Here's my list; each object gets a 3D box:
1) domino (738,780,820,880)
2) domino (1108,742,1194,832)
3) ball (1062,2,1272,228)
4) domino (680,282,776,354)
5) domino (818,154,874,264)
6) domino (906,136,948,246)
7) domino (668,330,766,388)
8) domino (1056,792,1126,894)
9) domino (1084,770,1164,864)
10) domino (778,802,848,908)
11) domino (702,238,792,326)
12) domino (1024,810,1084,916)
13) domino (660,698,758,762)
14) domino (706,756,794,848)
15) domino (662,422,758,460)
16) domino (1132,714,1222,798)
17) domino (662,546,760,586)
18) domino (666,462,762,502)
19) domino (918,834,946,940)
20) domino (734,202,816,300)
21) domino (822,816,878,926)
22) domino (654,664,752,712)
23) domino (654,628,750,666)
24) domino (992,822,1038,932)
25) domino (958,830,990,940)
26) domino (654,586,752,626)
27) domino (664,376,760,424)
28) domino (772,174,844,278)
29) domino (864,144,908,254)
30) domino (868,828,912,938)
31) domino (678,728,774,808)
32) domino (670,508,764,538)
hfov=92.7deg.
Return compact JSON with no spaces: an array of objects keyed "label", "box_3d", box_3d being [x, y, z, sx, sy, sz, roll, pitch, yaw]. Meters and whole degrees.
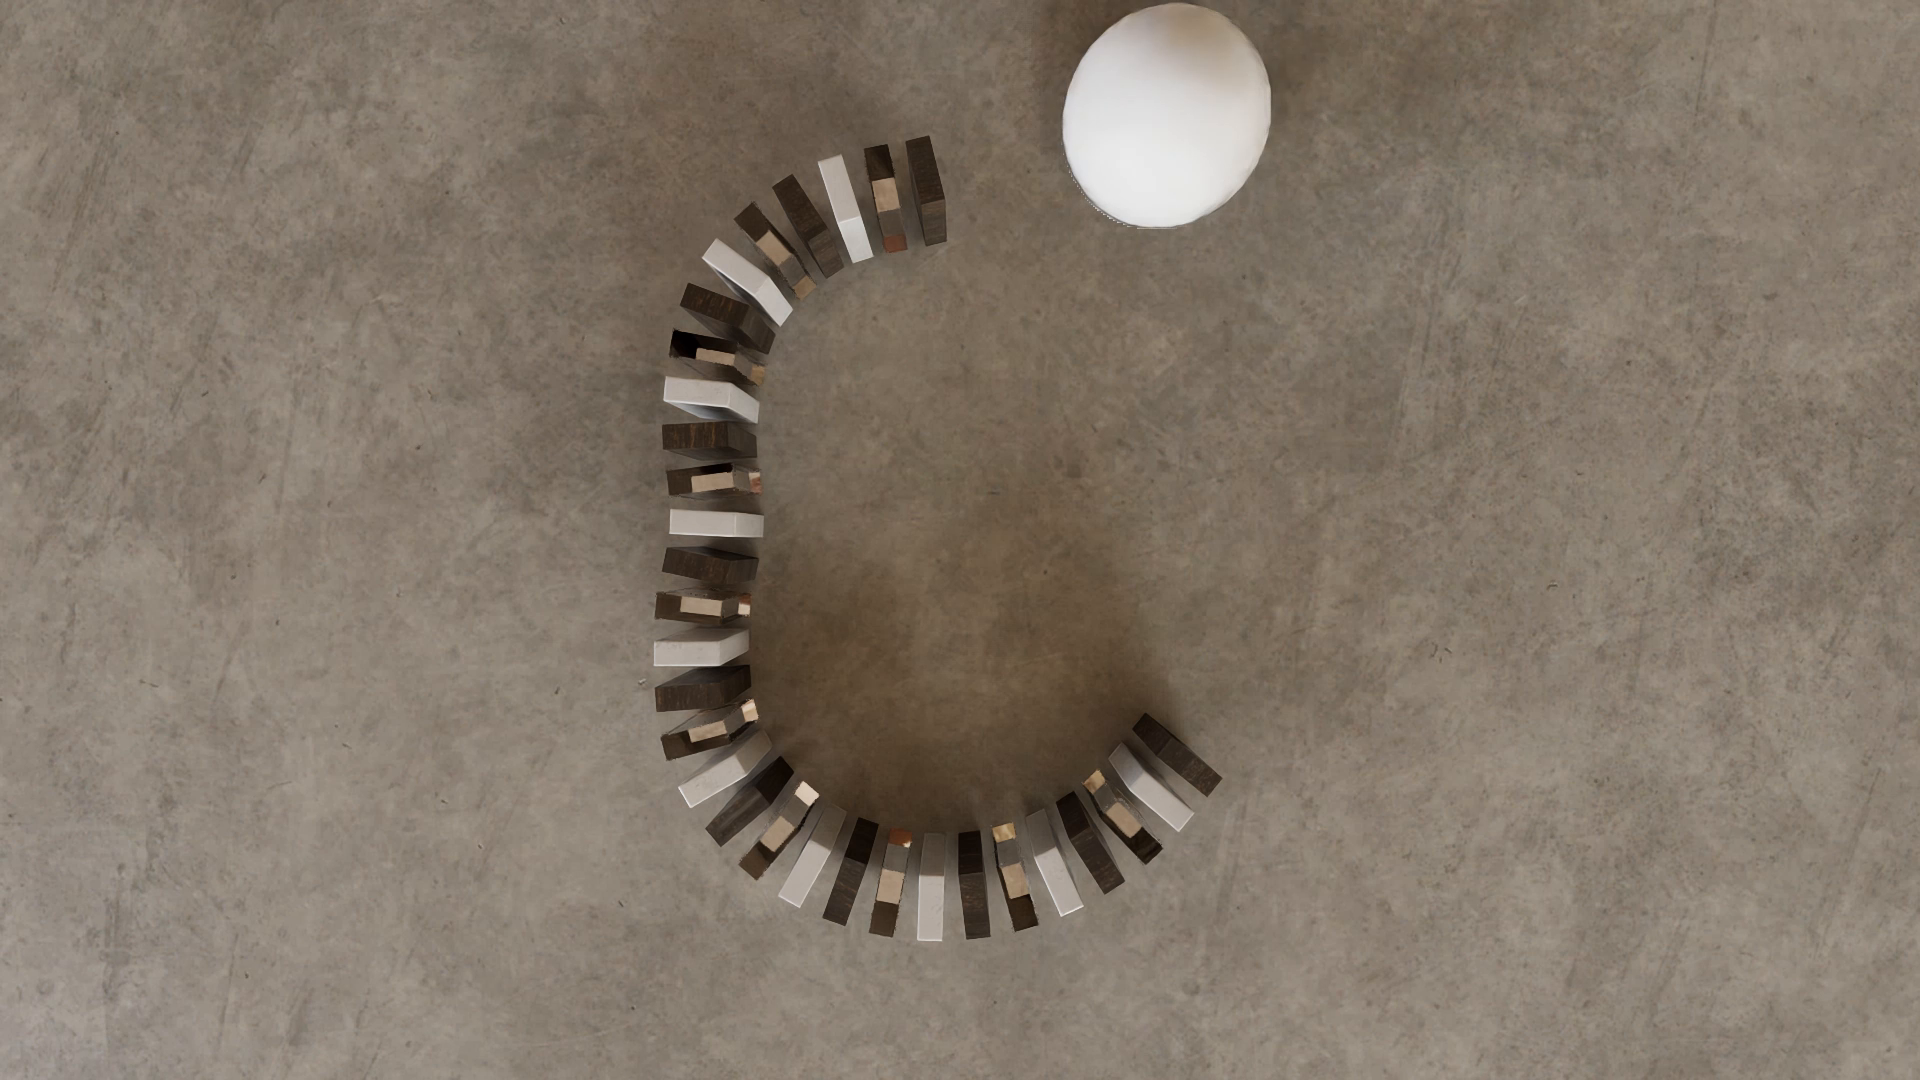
[{"label":"domino","box_3d":[-0.073,0.118,0.375,0.010,0.050,0.025,41,90,0]},{"label":"domino","box_3d":[0.077,0.100,0.375,0.025,0.050,0.010,40,90,0]},{"label":"ball","box_3d":[0.080,-0.165,0.360,0.080,0.080,0.080,0,90,0]},{"label":"domino","box_3d":[-0.094,-0.090,0.375,0.025,0.050,0.009,21,90,0]},{"label":"domino","box_3d":[-0.046,-0.134,0.375,0.010,0.050,0.025,-18,90,0]},{"label":"domino","box_3d":[-0.013,-0.141,0.375,0.010,0.050,0.025,-14,90,0]},{"label":"domino","box_3d":[-0.098,-0.073,0.375,0.025,0.050,0.010,11,90,0]},{"label":"domino","box_3d":[0.052,0.122,0.375,0.010,0.050,0.025,-33,90,0]},{"label":"domino","box_3d":[0.066,0.112,0.375,0.010,0.050,0.025,-44,90,0]},{"label":"domino","box_3d":[-0.059,0.127,0.375,0.009,0.050,0.025,29,90,0]},{"label":"domino","box_3d":[-0.086,-0.104,0.375,0.025,0.050,0.009,36,90,0]},{"label":"domino","box_3d":[0.038,0.131,0.375,0.010,0.050,0.025,-25,90,0]},{"label":"domino","box_3d":[-0.101,0.077,0.375,0.025,0.050,0.009,-15,90,0]},{"label":"domino","box_3d":[-0.085,0.106,0.375,0.025,0.050,0.009,-40,90,0]},{"label":"domino","box_3d":[-0.101,-0.040,0.375,0.025,0.050,0.009,-3,90,0]},{"label":"domino","box_3d":[0.088,0.087,0.375,0.025,0.050,0.009,39,90,0]},{"label":"domino","box_3d":[-0.101,0.010,0.375,0.025,0.050,0.009,12,90,0]},{"label":"domino","box_3d":[-0.099,-0.023,0.375,0.025,0.050,0.010,-7,90,0]},{"label":"domino","box_3d":[-0.011,0.141,0.375,0.010,0.050,0.025,2,90,0]},{"label":"domino","box_3d":[-0.074,-0.117,0.375,0.009,0.050,0.025,-43,90,0]},{"label":"domino","box_3d":[-0.044,0.134,0.375,0.010,0.050,0.025,20,90,0]},{"label":"domino","box_3d":[-0.104,0.060,0.375,0.025,0.050,0.009,-5,90,0]},{"label":"domino","box_3d":[-0.104,0.043,0.375,0.025,0.050,0.010,0,90,0]},{"label":"domino","box_3d":[0.022,0.136,0.375,0.010,0.050,0.025,-16,90,0]},{"label":"domino","box_3d":[0.006,0.140,0.375,0.010,0.050,0.025,-7,90,0]},{"label":"domino","box_3d":[-0.104,0.027,0.375,0.025,0.050,0.009,7,90,0]},{"label":"domino","box_3d":[-0.100,-0.057,0.375,0.025,0.050,0.009,6,90,0]},{"label":"domino","box_3d":[-0.061,-0.127,0.375,0.009,0.050,0.025,-33,90,0]},{"label":"domino","box_3d":[-0.030,-0.138,0.375,0.009,0.050,0.025,-11,90,0]},{"label":"domino","box_3d":[-0.028,0.139,0.375,0.010,0.050,0.025,11,90,0]},{"label":"domino","box_3d":[-0.095,0.092,0.375,0.025,0.050,0.009,-30,90,0]},{"label":"domino","box_3d":[-0.098,-0.007,0.375,0.025,0.050,0.010,3,90,0]}]
